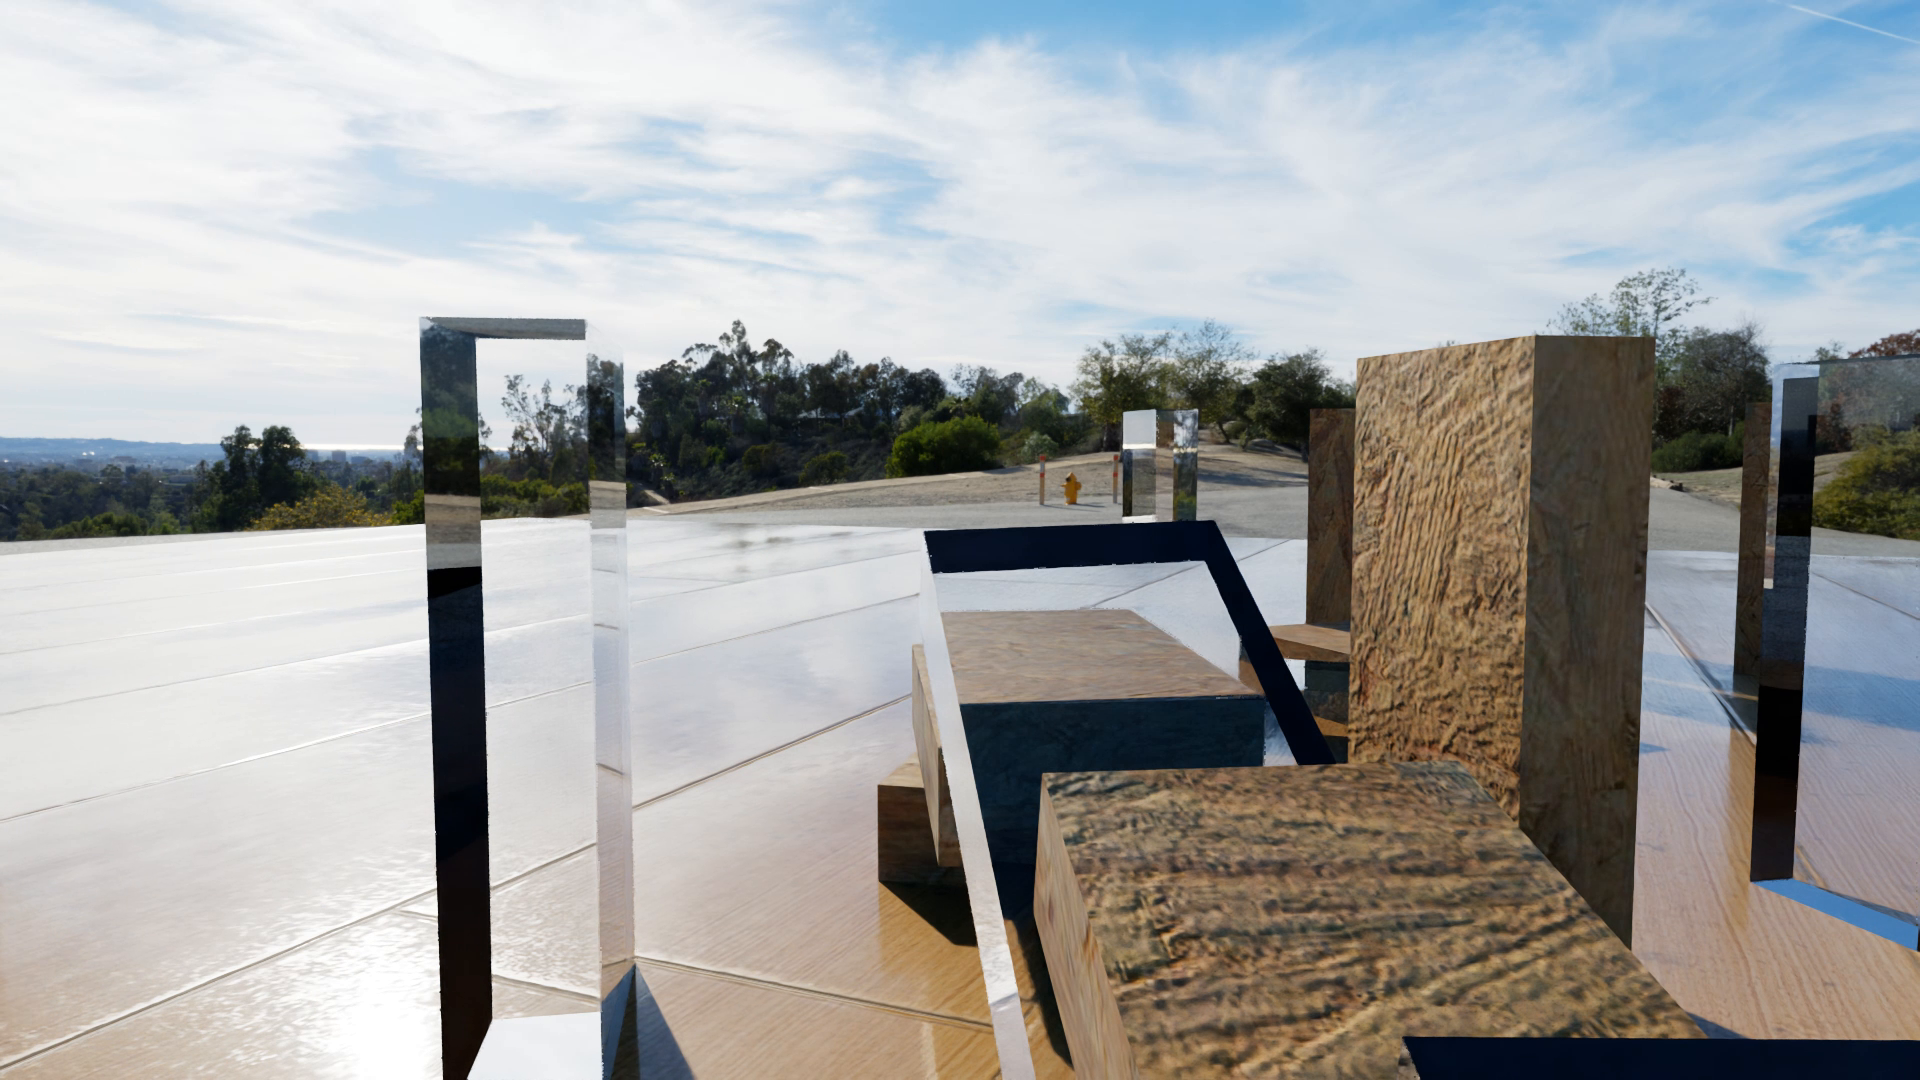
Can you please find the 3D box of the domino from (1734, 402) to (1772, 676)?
[{"bbox_3d":[0.156,-0.001,0.242,0.025,0.050,0.010,-4,6,-45],"label":"domino"}]

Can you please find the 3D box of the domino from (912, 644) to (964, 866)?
[{"bbox_3d":[0.009,0.019,0.126,0.025,0.009,0.050,0,5,-4],"label":"domino"}]

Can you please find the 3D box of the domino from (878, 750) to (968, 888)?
[{"bbox_3d":[0.010,0.027,0.146,0.025,0.009,0.050,1,4,14],"label":"domino"}]

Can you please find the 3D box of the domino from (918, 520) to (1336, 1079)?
[{"bbox_3d":[0.013,0.018,0.091,0.025,0.010,0.050,-2,38,-9],"label":"domino"}]

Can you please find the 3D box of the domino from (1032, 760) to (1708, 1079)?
[{"bbox_3d":[0.020,0.027,0.053,0.025,0.009,0.050,-1,21,-7],"label":"domino"}]

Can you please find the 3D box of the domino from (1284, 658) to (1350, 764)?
[{"bbox_3d":[0.037,0.024,0.189,0.050,0.010,0.025,2,5,20],"label":"domino"}]

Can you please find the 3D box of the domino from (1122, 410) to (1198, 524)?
[{"bbox_3d":[0.045,-0.004,0.293,0.010,0.050,0.025,-1,4,-9],"label":"domino"}]

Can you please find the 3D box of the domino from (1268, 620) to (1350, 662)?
[{"bbox_3d":[0.071,0.022,0.212,0.025,0.010,0.050,-2,5,-23],"label":"domino"}]

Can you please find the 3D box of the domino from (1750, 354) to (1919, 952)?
[{"bbox_3d":[0.084,0.009,0.112,0.010,0.050,0.025,-1,4,-12],"label":"domino"}]

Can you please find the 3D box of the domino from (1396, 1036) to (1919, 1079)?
[{"bbox_3d":[0.026,0.029,0.019,0.025,0.010,0.050,0,21,1],"label":"domino"}]

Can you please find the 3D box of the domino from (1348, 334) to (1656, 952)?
[{"bbox_3d":[0.042,0.010,0.104,0.010,0.050,0.025,-1,4,-11],"label":"domino"}]

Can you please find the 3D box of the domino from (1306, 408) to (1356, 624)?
[{"bbox_3d":[0.084,-0.004,0.288,0.009,0.050,0.025,1,5,19],"label":"domino"}]

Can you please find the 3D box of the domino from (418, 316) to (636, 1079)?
[{"bbox_3d":[-0.029,0.011,0.091,0.009,0.050,0.025,-1,4,-10],"label":"domino"}]
